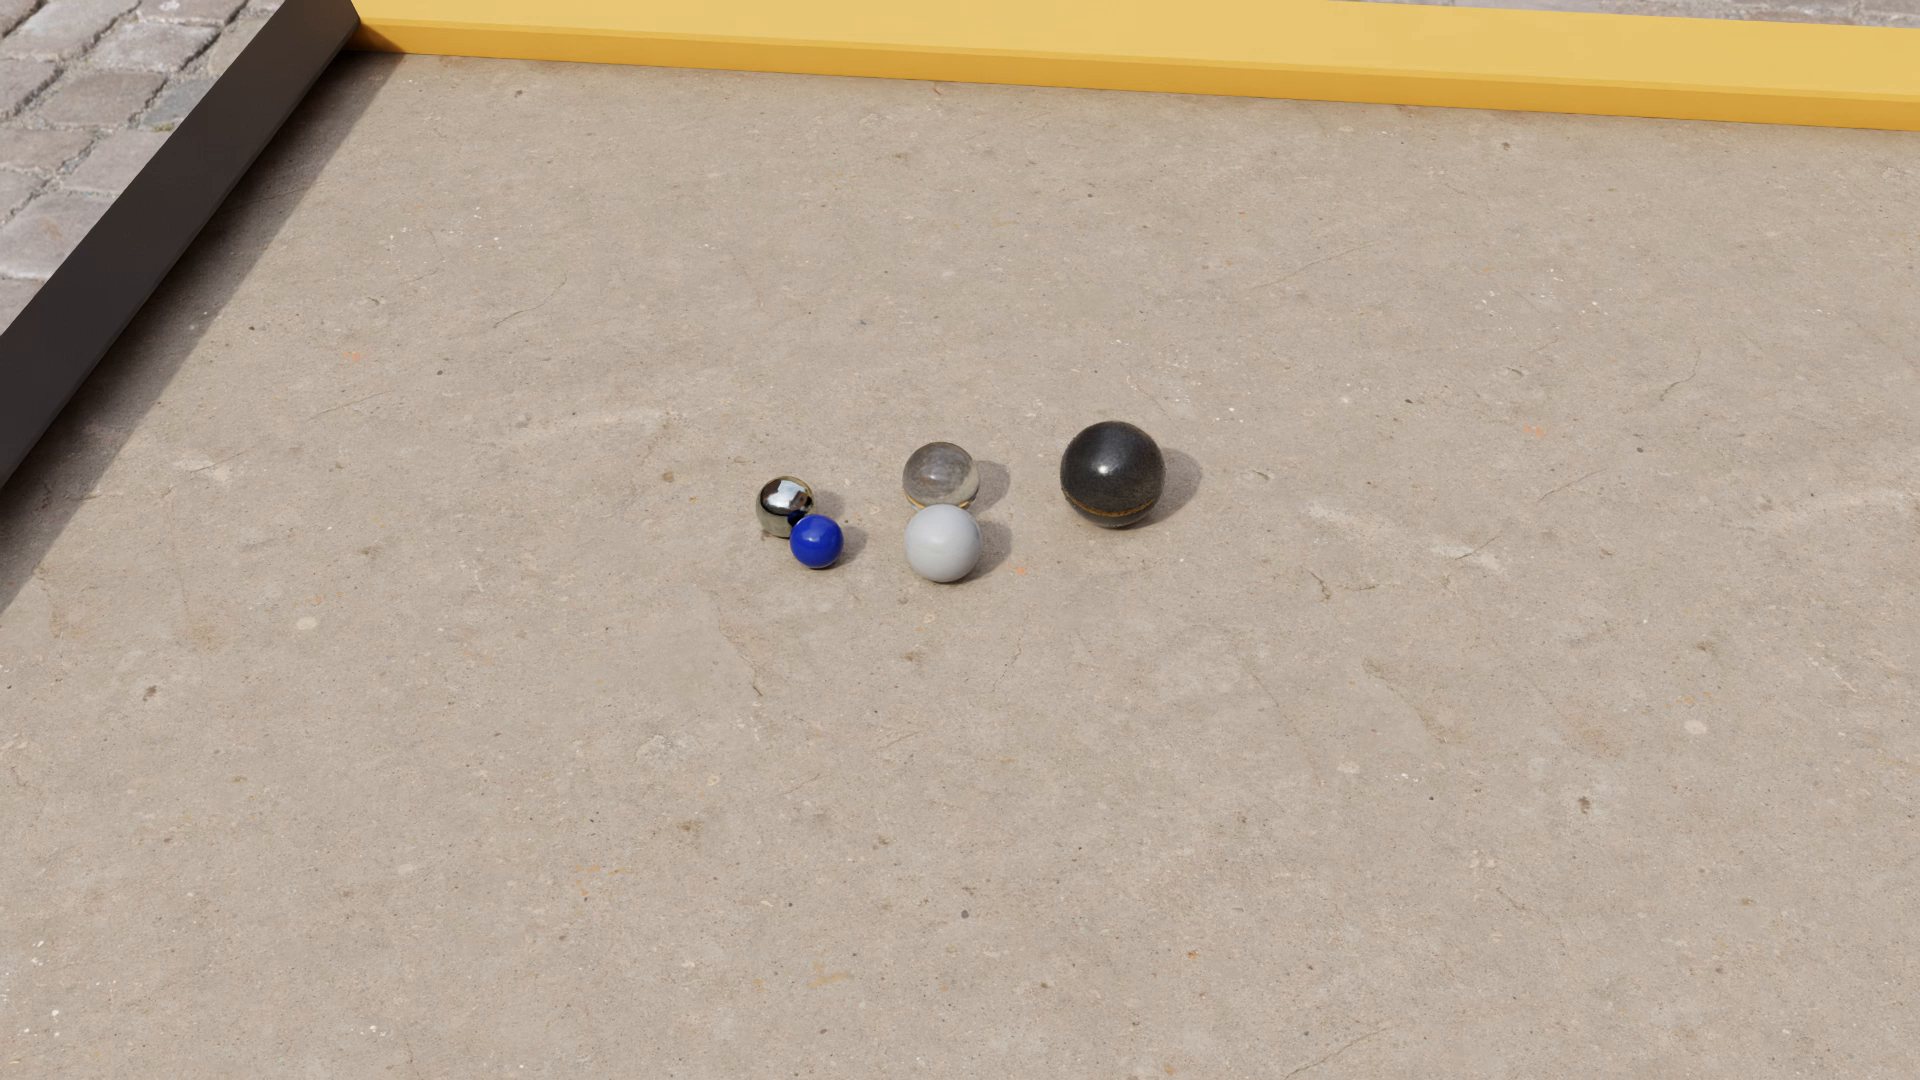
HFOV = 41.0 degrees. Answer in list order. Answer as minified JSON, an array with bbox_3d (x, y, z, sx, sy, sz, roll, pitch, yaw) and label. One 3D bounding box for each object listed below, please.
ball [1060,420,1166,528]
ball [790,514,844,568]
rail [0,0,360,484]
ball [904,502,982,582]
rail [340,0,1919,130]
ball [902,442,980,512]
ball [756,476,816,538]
[{"bbox_3d":[0.118,-0.051,1.976,0.082,0.082,0.082,0,35,0],"label":"ball"},{"bbox_3d":[-0.108,0.001,1.937,0.041,0.041,0.041,0,35,0],"label":"ball"},{"bbox_3d":[-0.742,-0.072,1.983,0.045,0.107,1.739,4,35,6],"label":"rail"},{"bbox_3d":[-0.013,0.002,1.920,0.060,0.060,0.060,0,35,0],"label":"ball"},{"bbox_3d":[0.868,-0.447,2.522,3.084,0.107,0.045,4,35,6],"label":"rail"},{"bbox_3d":[-0.015,-0.046,1.988,0.060,0.060,0.060,0,35,0],"label":"ball"},{"bbox_3d":[-0.134,-0.026,1.970,0.047,0.047,0.047,0,35,0],"label":"ball"}]
